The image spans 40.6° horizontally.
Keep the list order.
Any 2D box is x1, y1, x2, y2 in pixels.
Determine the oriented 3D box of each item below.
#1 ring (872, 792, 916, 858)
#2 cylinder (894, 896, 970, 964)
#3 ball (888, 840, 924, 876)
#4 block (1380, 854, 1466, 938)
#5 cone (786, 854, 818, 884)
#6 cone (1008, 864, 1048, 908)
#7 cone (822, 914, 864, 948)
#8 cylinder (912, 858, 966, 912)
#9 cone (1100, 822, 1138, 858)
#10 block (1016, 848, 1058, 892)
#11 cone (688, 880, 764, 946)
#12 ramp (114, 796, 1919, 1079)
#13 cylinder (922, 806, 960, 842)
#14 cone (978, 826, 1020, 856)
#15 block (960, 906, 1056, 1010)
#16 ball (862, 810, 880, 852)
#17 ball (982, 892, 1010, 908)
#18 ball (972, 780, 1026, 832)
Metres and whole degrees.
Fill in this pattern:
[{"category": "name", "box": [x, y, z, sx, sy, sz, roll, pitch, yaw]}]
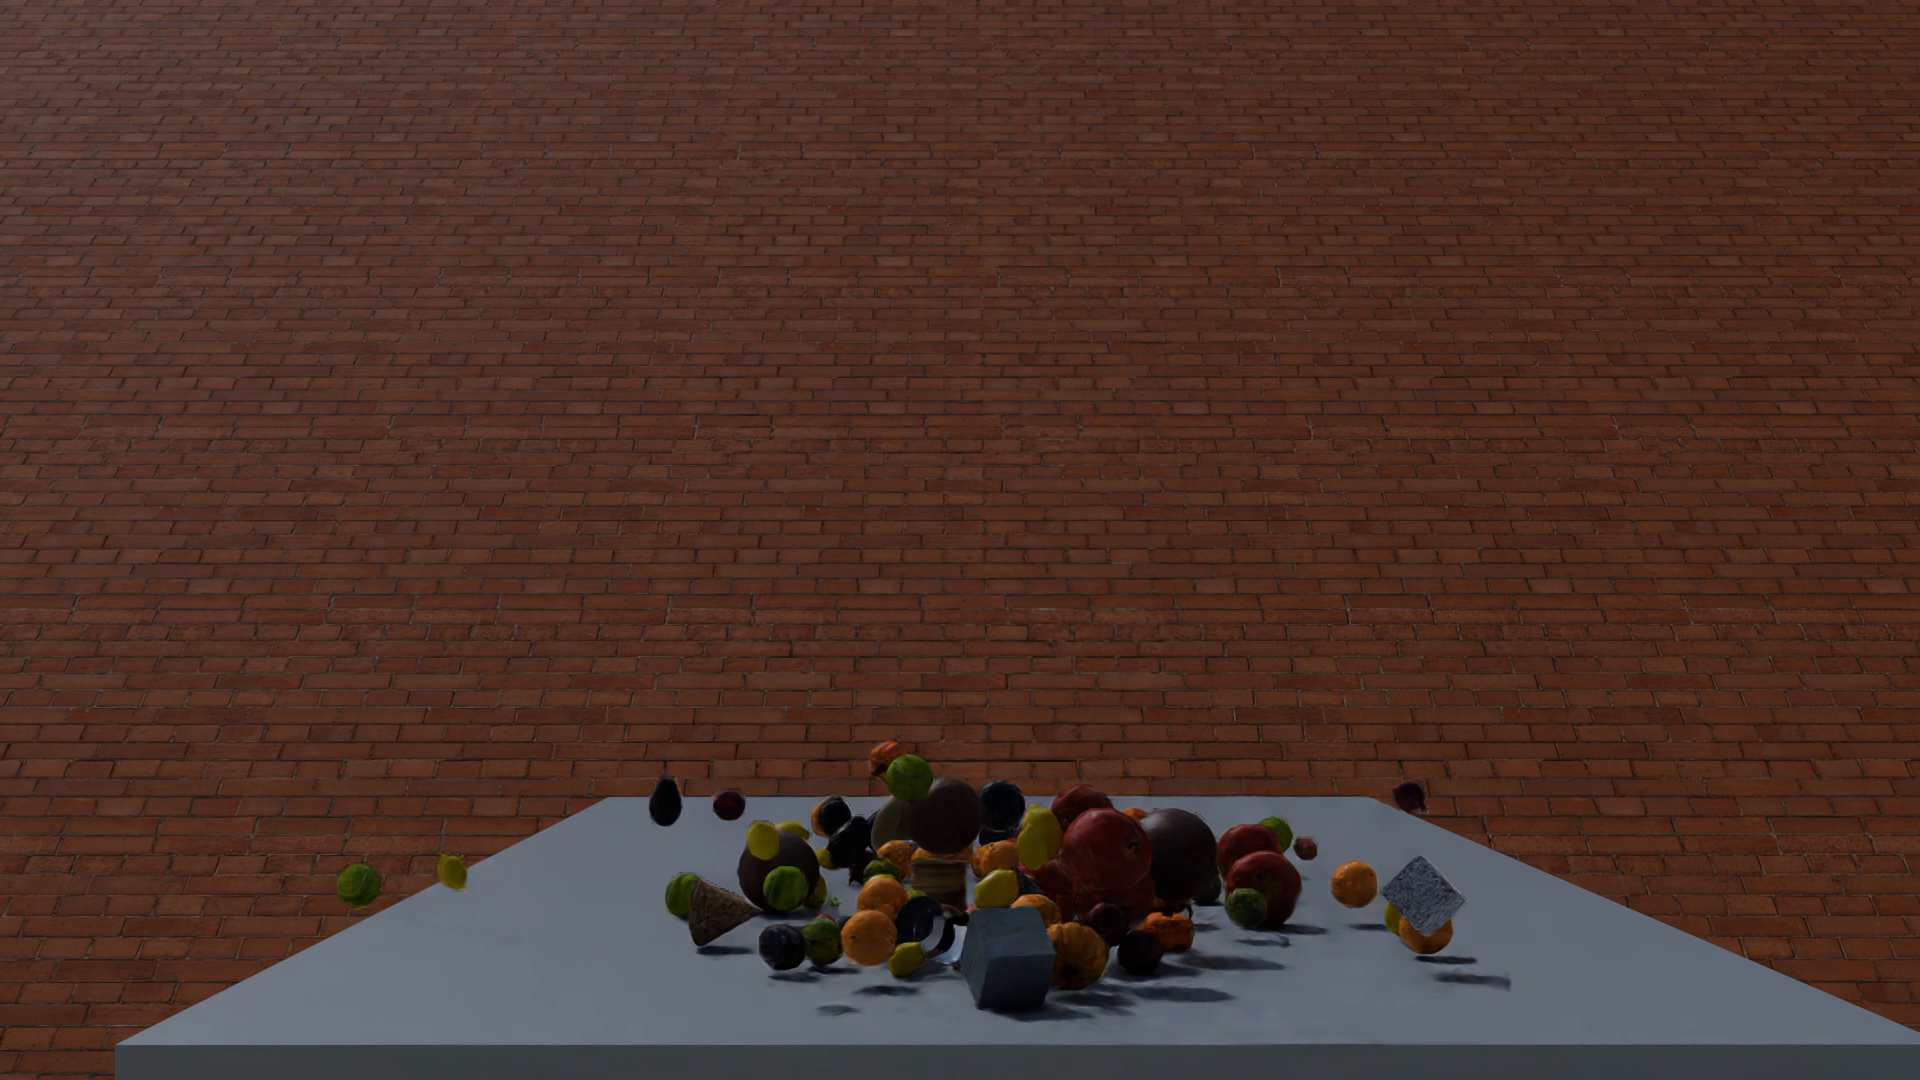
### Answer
[{"category": "ring", "box": [-0.124, 0.538, 4.907, 0.043, 0.130, 0.130, 19, 39, 23]}, {"category": "cylinder", "box": [-0.034, 0.516, 3.433, 0.077, 0.077, 0.077, 29, 0, 35]}, {"category": "ball", "box": [-0.097, 0.578, 4.715, 0.065, 0.065, 0.065, 0, 35, 0]}, {"category": "block", "box": [0.610, 0.470, 3.420, 0.070, 0.070, 0.070, -44, 62, 5]}, {"category": "cone", "box": [-0.268, 0.580, 4.556, 0.054, 0.054, 0.054, 15, 20, -41]}, {"category": "cone", "box": [0.082, 0.471, 3.570, 0.059, 0.059, 0.059, -22, 0, 0]}, {"category": "cone", "box": [-0.175, 0.565, 3.671, 0.054, 0.054, 0.054, -28, 44, -29]}, {"category": "cylinder", "box": [-0.033, 0.546, 4.063, 0.087, 0.087, 0.087, 0, -2, 0]}, {"category": "cone", "box": [0.261, 0.457, 4.067, 0.059, 0.059, 0.059, 24, 46, 30]}, {"category": "block", "box": [0.120, 0.538, 4.171, 0.051, 0.051, 0.051, 22, 31, 19]}, {"category": "cone", "box": [-0.323, 0.526, 3.670, 0.095, 0.095, 0.095, -4, 34, 13]}, {"category": "ramp", "box": [0.077, 0.664, 4.833, 2.000, 0.100, 4.000, 0, -2, 0]}, {"category": "cylinder", "box": [-0.038, 0.568, 5.185, 0.072, 0.072, 0.072, 0, 35, 3]}, {"category": "cone", "box": [0.097, 0.602, 5.122, 0.090, 0.090, 0.090, -16, 29, -21]}, {"category": "block", "box": [0.057, 0.500, 3.113, 0.083, 0.083, 0.083, 0, 34, -18]}, {"category": "ball", "box": [-0.147, 0.578, 5.136, 0.090, 0.090, 0.090, 0, 35, 0]}, {"category": "ball", "box": [0.064, 0.529, 3.644, 0.070, 0.070, 0.070, 0, 35, 0]}, {"category": "ball", "box": [0.068, 0.459, 4.489, 0.091, 0.091, 0.091, 0, 35, 0]}]
